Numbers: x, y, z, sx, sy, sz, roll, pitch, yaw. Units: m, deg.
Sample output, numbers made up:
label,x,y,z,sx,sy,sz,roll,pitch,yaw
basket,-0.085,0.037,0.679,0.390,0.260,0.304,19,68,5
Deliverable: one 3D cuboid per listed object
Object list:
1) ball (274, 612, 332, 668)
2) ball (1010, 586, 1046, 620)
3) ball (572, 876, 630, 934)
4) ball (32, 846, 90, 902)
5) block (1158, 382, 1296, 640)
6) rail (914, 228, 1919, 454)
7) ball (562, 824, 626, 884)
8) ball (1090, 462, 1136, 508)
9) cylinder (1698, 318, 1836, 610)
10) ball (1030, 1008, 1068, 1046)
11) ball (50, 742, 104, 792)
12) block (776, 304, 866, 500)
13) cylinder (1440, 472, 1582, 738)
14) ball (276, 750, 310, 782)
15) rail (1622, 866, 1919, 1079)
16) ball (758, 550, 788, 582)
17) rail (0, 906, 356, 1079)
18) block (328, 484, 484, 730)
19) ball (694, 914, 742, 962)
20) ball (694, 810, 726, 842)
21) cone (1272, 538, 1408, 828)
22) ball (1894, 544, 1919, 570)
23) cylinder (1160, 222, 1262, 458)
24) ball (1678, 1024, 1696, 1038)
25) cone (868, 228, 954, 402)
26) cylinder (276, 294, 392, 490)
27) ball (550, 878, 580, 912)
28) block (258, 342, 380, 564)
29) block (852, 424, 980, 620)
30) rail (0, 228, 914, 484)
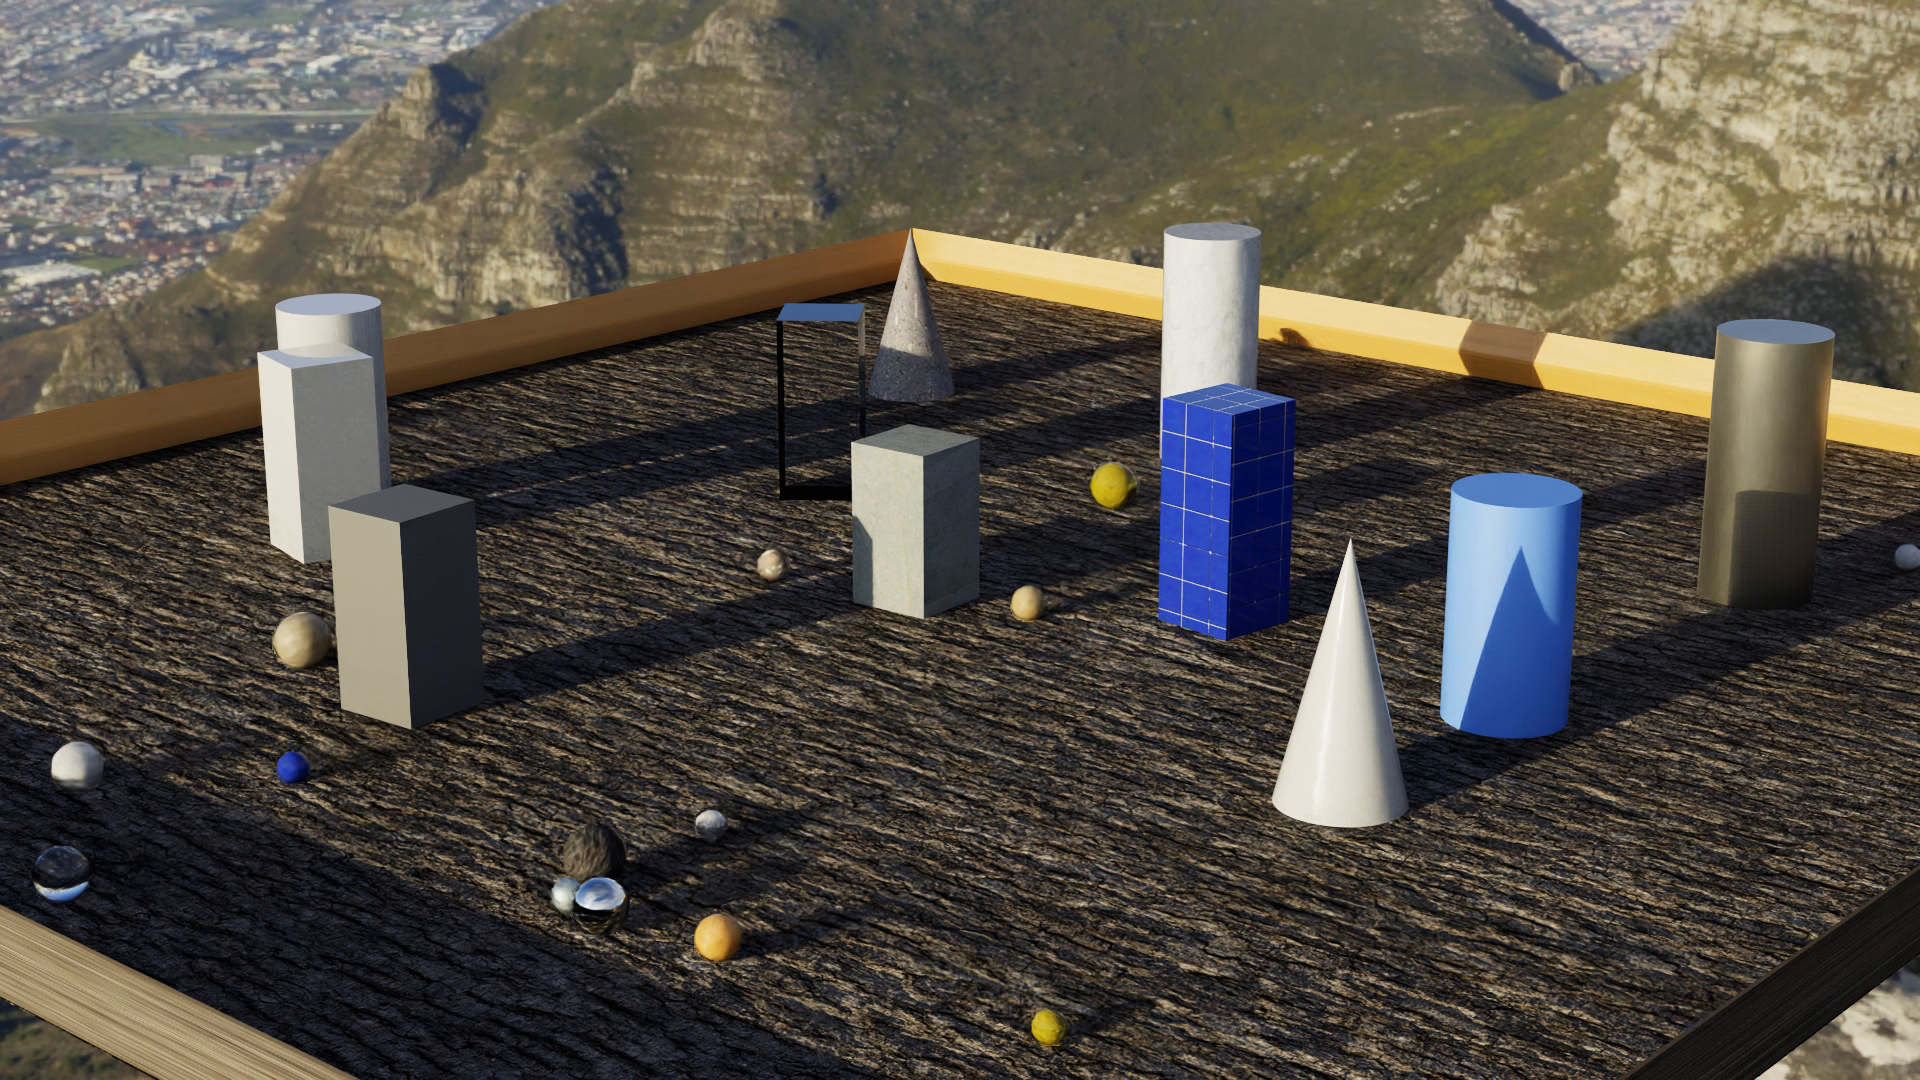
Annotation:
label,x,y,z,sx,sy,sz,roll,pitch,yaw
ball,-1.065,0.163,4.751,0.092,0.092,0.092,0,17,0
ball,0.116,0.107,4.991,0.060,0.060,0.060,0,17,0
ball,-0.462,0.469,3.764,0.074,0.074,0.074,0,17,0
ball,-1.184,0.440,3.862,0.075,0.075,0.075,0,17,0
block,0.449,-0.049,4.940,0.156,0.389,0.156,-15,22,-40
rail,1.291,-0.397,6.544,3.789,0.127,0.045,14,22,39
ball,-0.487,0.421,3.906,0.084,0.084,0.084,0,17,0
ball,0.296,-0.106,5.644,0.089,0.089,0.089,0,17,0
cylinder,1.393,-0.132,5.074,0.195,0.469,0.195,0,17,0
ball,0.105,0.575,3.467,0.043,0.043,0.043,0,17,0
ball,-1.275,0.328,4.235,0.073,0.073,0.073,0,17,0
block,-0.269,-0.270,5.727,0.156,0.357,0.156,1,17,3
cylinder,0.843,0.099,4.491,0.195,0.364,0.195,0,17,0
ball,-0.971,0.330,4.272,0.047,0.047,0.047,0,17,0
rail,1.413,0.386,3.946,0.045,0.127,3.986,14,22,39
ball,-0.332,0.045,5.203,0.056,0.056,0.056,0,17,0
rail,-1.291,0.461,3.697,3.789,0.127,0.045,14,22,39
block,-0.856,0.101,4.545,0.156,0.329,0.156,12,21,35
ball,-0.304,0.500,3.689,0.059,0.059,0.059,0,17,0
ball,-0.345,0.396,4.061,0.044,0.044,0.044,0,17,0
cone,0.545,0.186,4.150,0.195,0.395,0.195,0,17,0
ball,1.701,0.032,5.262,0.048,0.048,0.048,0,17,0
cylinder,0.508,-0.396,5.956,0.195,0.466,0.195,0,17,0
ball,0.859,0.589,3.396,0.057,0.057,0.057,0,17,0
cone,-0.108,-0.509,6.497,0.195,0.370,0.195,0,17,0
cylinder,-1.191,-0.252,5.587,0.195,0.402,0.195,0,17,0
ball,-0.513,0.464,3.833,0.045,0.045,0.045,0,17,0
block,-1.167,-0.161,5.356,0.156,0.363,0.156,-11,20,-33
block,-0.076,-0.034,5.065,0.156,0.287,0.156,13,21,36
rail,-1.413,-0.322,6.294,0.045,0.127,3.986,14,22,39
